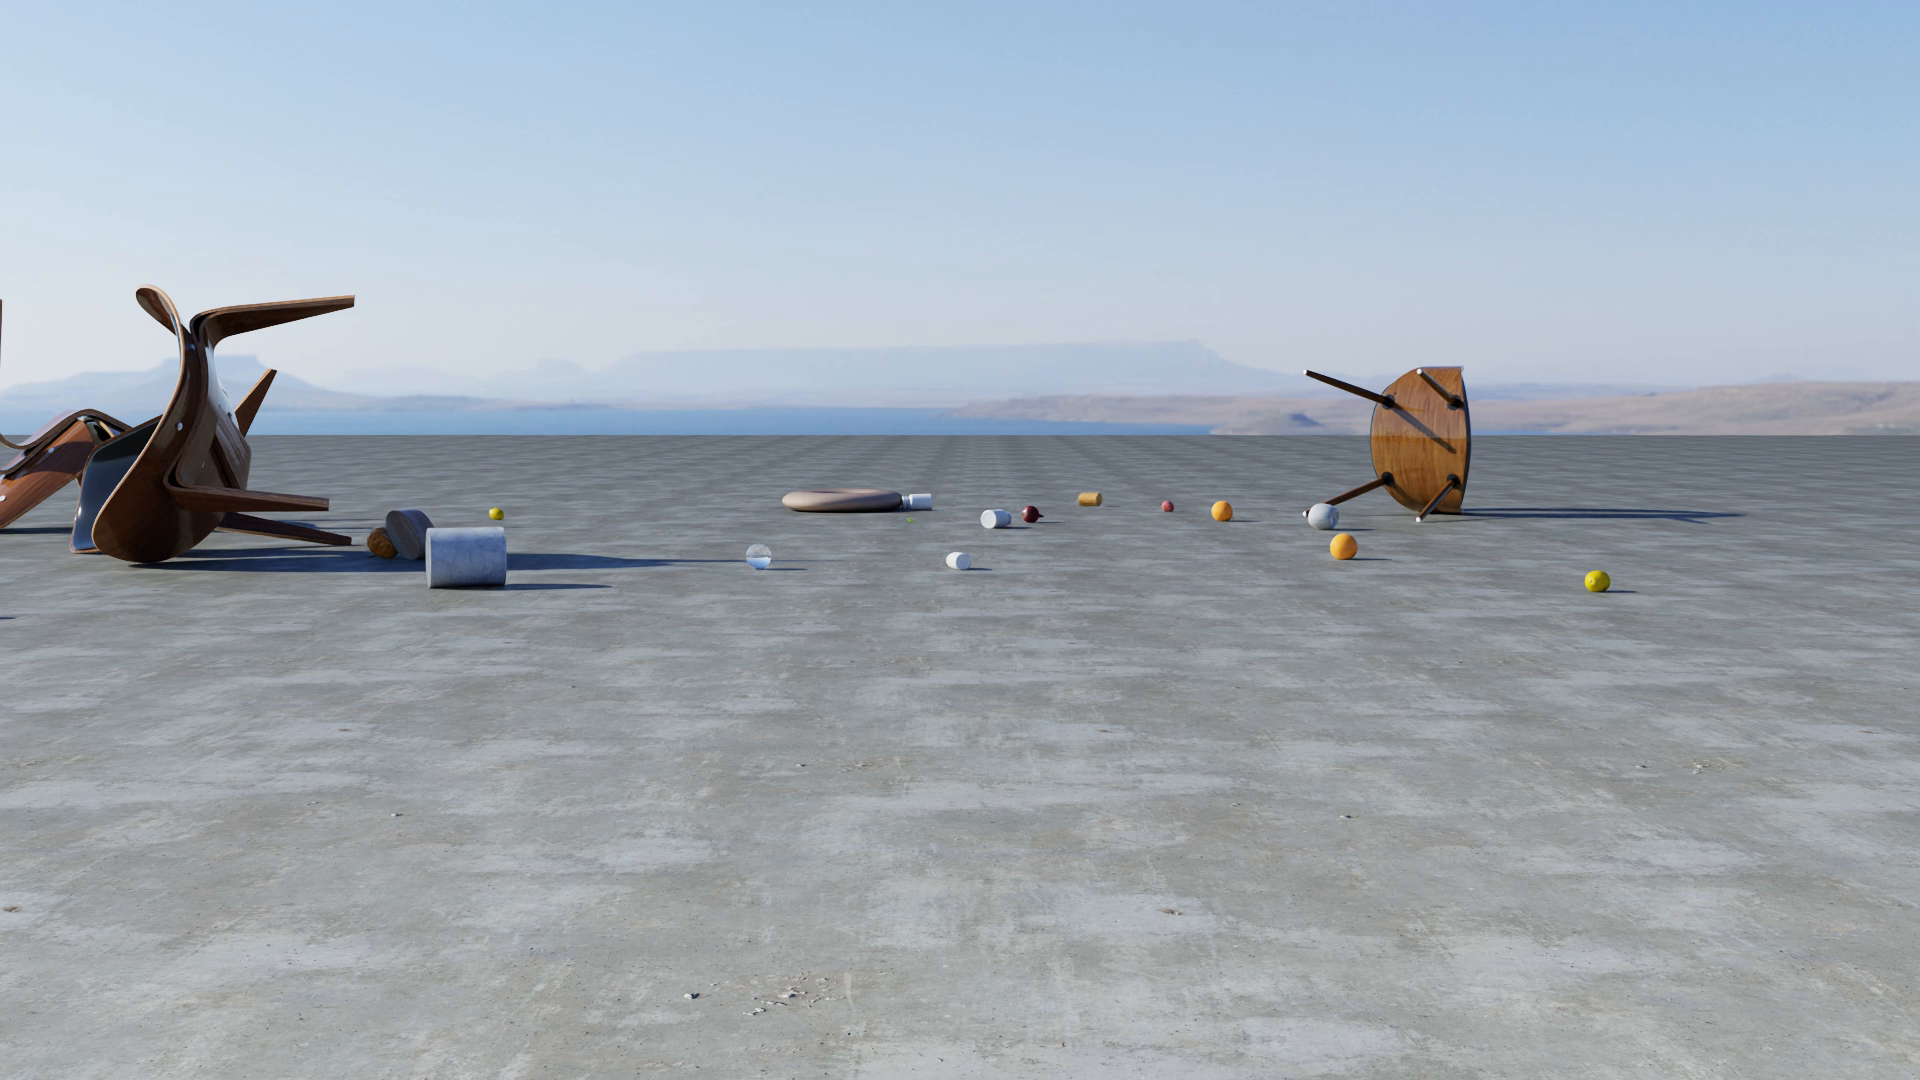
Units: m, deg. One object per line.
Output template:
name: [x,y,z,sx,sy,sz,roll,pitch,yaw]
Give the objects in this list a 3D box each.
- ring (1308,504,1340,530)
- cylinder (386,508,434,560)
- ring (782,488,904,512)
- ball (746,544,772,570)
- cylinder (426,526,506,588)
ring: [1.163,-0.074,7.028,0.074,0.083,0.121,13,12,28]
cylinder: [-1.452,-0.016,5.834,0.086,0.146,0.081,-37,-11,21]
ring: [-0.434,-0.148,8.197,0.441,0.071,0.514,2,5,23]
ball: [-0.502,0.041,5.483,0.064,0.064,0.064,0,4,0]
cylinder: [-1.122,0.039,4.992,0.166,0.136,0.136,-1,22,-19]
